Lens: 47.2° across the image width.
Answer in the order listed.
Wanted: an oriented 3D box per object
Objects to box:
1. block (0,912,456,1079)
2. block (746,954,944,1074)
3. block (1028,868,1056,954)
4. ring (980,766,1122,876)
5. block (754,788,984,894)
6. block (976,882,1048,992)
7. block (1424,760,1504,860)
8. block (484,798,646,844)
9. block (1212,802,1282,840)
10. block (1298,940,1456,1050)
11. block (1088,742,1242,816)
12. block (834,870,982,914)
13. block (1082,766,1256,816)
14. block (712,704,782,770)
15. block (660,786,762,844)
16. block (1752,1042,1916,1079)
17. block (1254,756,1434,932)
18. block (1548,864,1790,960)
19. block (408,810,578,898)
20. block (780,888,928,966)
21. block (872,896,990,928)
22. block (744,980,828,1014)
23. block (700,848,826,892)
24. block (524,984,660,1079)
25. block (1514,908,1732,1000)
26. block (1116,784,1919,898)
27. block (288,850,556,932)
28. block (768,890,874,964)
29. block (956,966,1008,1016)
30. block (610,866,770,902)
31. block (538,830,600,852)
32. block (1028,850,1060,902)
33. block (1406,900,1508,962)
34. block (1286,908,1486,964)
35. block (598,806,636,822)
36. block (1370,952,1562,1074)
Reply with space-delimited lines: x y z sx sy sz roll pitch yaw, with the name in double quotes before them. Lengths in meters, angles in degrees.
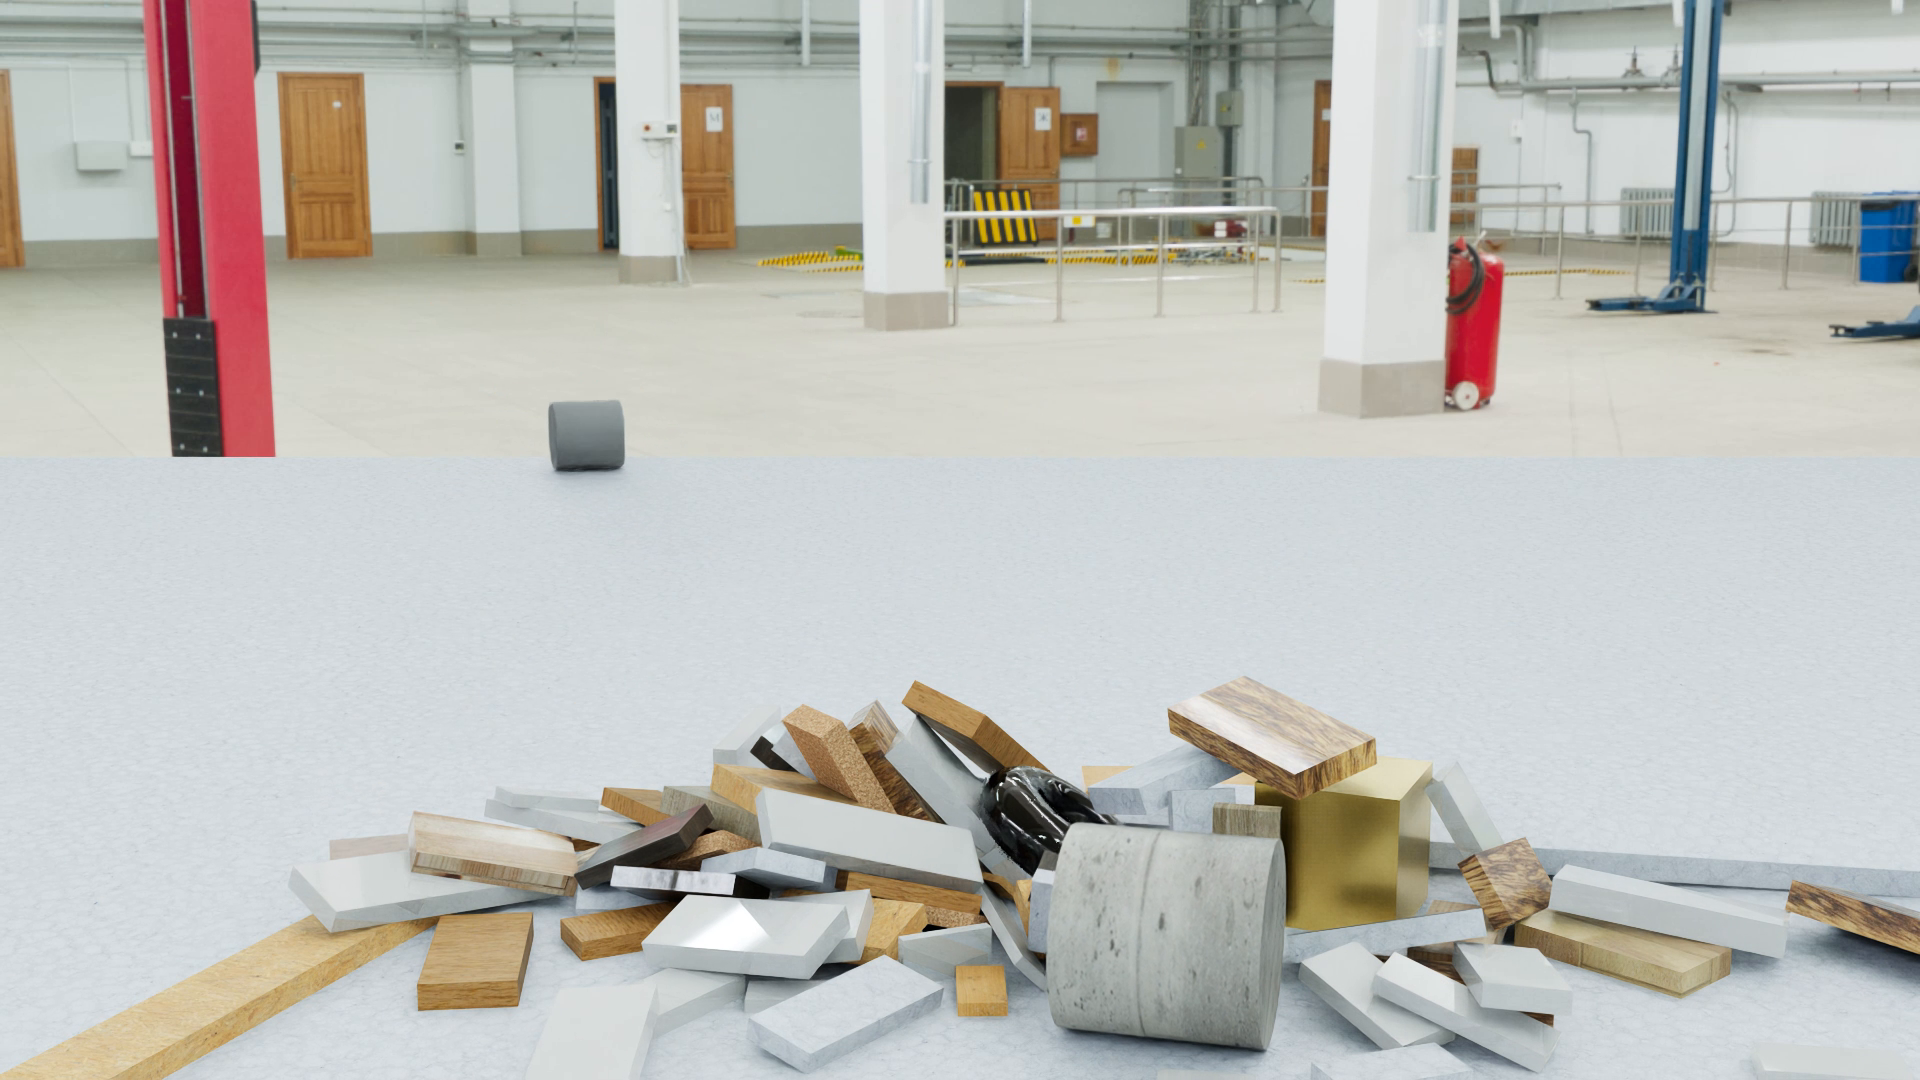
"block" -1.041 0.654 3.213 0.143 0.040 1.080 4 11 21
"block" -0.159 0.666 3.106 0.114 0.032 0.294 22 21 33
"block" 0.262 0.580 3.285 0.317 0.125 0.035 8 25 12
"ring" 0.172 0.491 3.640 0.315 0.105 0.315 33 12 -8
"block" -0.141 0.475 3.469 0.378 0.031 0.108 16 37 -28
"block" 0.071 0.605 3.430 0.065 0.018 0.395 44 0 -15
"block" 0.847 0.490 3.595 0.034 0.243 0.121 -31 -4 26
"block" -0.626 0.487 3.740 0.369 0.032 0.112 8 -1 26
"block" 0.450 0.522 3.463 0.105 0.210 0.030 3 11 13
"block" 0.587 0.648 3.098 0.105 0.030 0.210 -13 31 -31
"block" 0.395 0.378 3.681 0.330 0.047 0.165 -20 4 -27
"block" -0.083 0.559 3.494 0.216 0.031 0.108 12 -9 -11
"block" 0.399 0.474 4.166 0.330 0.047 0.165 0 11 0
"block" -0.396 0.425 4.128 0.044 0.156 0.317 2 11 10
"block" -0.329 0.463 3.640 0.312 0.044 0.156 11 2 37
"block" 1.169 0.710 2.946 0.190 0.027 0.095 2 11 10
"block" 0.623 0.489 3.574 0.233 0.233 0.233 5 12 24
"block" 1.109 0.577 3.433 0.346 0.049 0.173 10 3 22
"block" -0.764 0.514 3.602 0.266 0.038 0.133 13 18 -21
"block" -0.190 0.598 3.396 0.249 0.035 0.125 1 25 29
"block" -0.055 0.590 3.472 0.191 0.027 0.095 7 -10 19
"block" -0.238 0.666 3.205 0.144 0.020 0.072 0 11 0
"block" -0.309 0.514 3.416 0.114 0.032 0.228 17 -20 -24
"block" -0.494 0.683 2.958 0.138 0.039 0.276 -4 16 2
"block" 1.013 0.625 3.370 0.143 0.040 0.285 -10 14 -42
"block" 0.955 0.511 3.802 1.365 0.049 0.173 3 20 7
"block" -0.852 0.548 3.530 0.133 0.038 0.426 33 22 36
"block" -0.278 0.596 3.341 0.276 0.039 0.138 -7 21 10
"block" 0.031 0.661 3.229 0.072 0.020 0.144 0 11 -1
"block" -0.425 0.548 3.467 0.223 0.032 0.112 0 -20 25
"block" -0.646 0.530 3.930 0.234 0.023 0.080 -3 11 -16
"block" 0.230 0.555 3.355 0.243 0.121 0.034 20 57 6
"block" 0.775 0.620 3.418 0.117 0.033 0.235 4 11 21
"block" 0.634 0.591 3.285 0.285 0.040 0.143 -10 -11 7
"block" -0.645 0.499 4.019 0.159 0.023 0.080 -2 1 29
"block" 0.701 0.654 3.050 0.251 0.027 0.095 24 19 22
